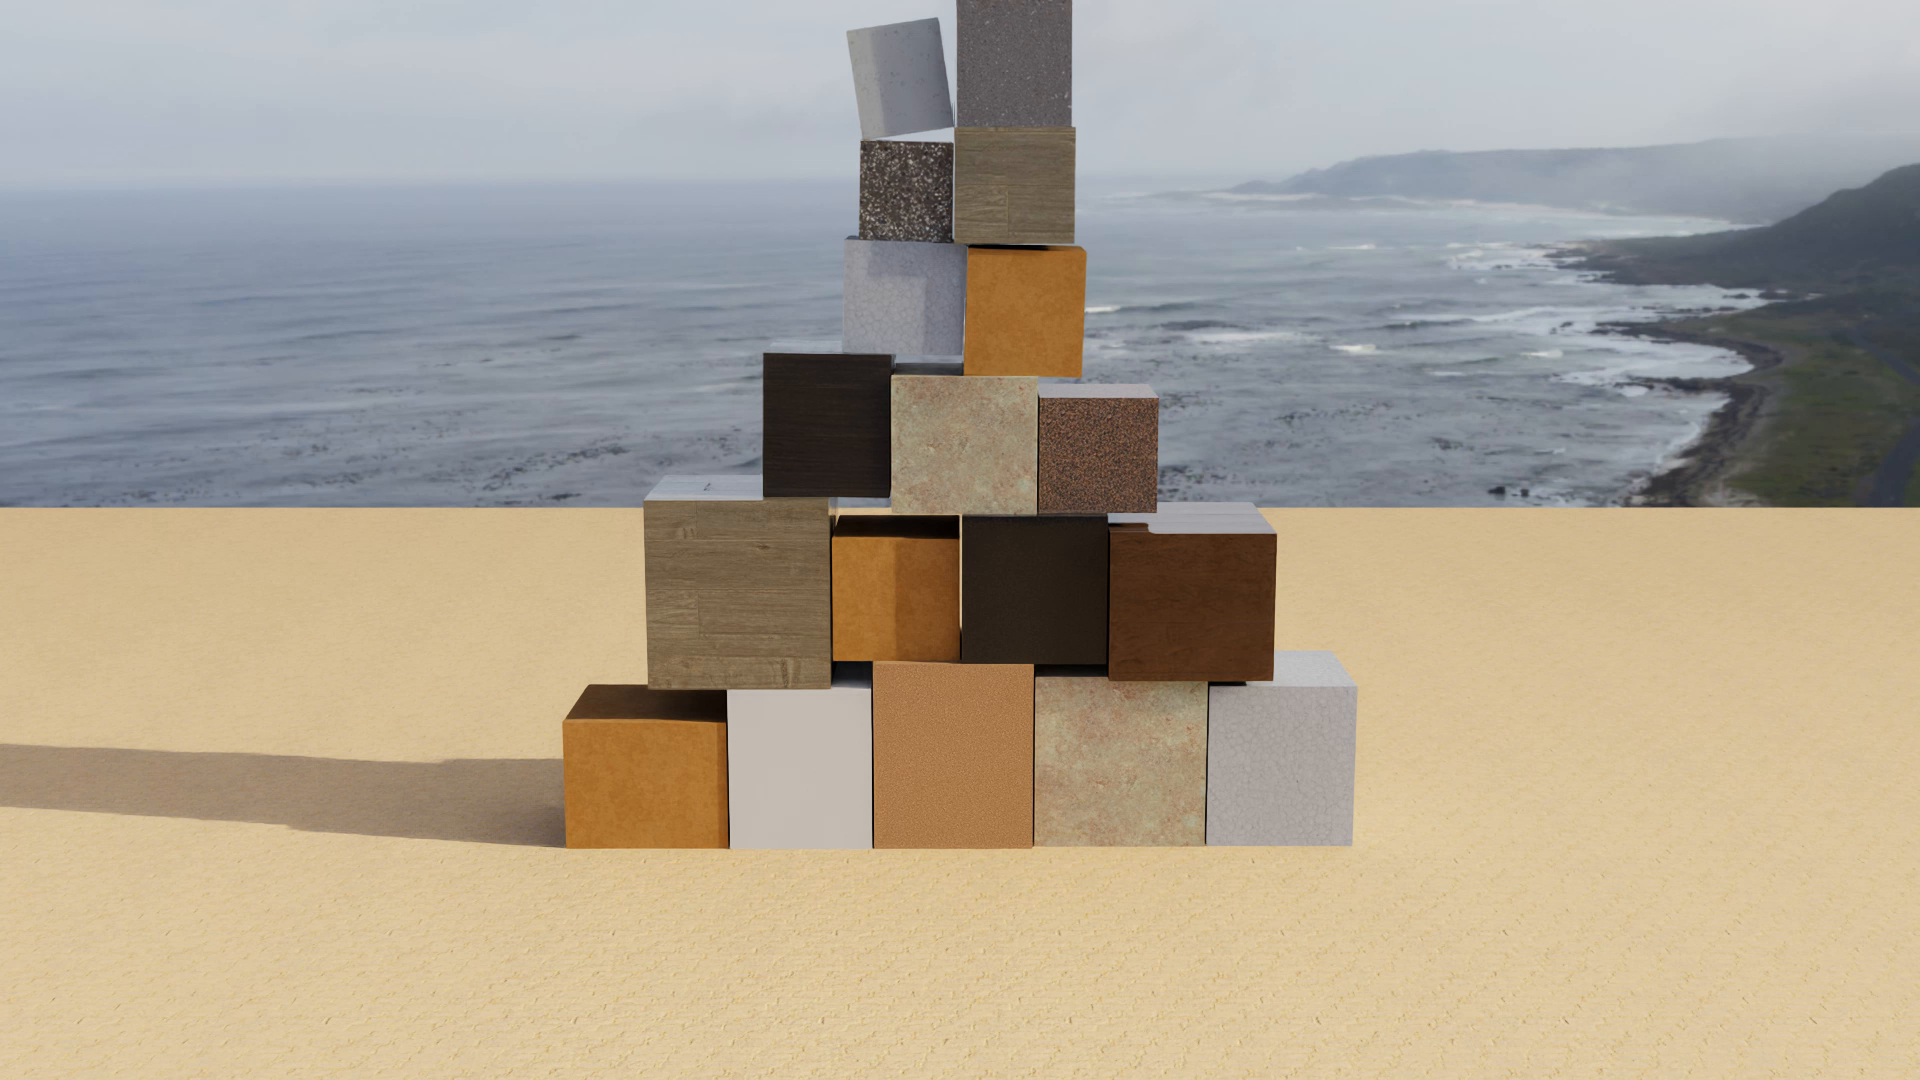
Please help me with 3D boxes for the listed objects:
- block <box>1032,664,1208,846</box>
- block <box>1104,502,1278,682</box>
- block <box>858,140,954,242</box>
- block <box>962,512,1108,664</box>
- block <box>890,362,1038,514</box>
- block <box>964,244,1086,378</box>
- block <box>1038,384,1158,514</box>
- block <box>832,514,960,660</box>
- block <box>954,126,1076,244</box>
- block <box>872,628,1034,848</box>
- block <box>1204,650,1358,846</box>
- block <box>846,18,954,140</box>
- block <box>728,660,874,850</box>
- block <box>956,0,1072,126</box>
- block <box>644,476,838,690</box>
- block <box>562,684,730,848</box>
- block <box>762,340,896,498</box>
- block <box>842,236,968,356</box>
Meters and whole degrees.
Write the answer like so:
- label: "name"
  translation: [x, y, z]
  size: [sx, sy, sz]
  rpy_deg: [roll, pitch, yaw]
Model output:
- label: "block"
  translation: [0.803, 1.041, 11.385]
  size: [0.857, 0.878, 0.792]
  rpy_deg: [0, 10, 0]
- label: "block"
  translation: [1.138, 0.248, 11.228]
  size: [0.811, 0.740, 0.944]
  rpy_deg: [0, 10, 0]
- label: "block"
  translation: [-0.262, -1.731, 10.884]
  size: [0.450, 0.479, 0.440]
  rpy_deg: [1, 11, 0]
- label: "block"
  translation: [0.366, 0.178, 11.197]
  size: [0.715, 0.741, 0.797]
  rpy_deg: [0, 10, 0]
- label: "block"
  translation: [0.021, -0.523, 11.097]
  size: [0.714, 0.674, 0.724]
  rpy_deg: [0, 10, 0]
- label: "block"
  translation: [0.316, -1.154, 10.969]
  size: [0.575, 0.610, 0.586]
  rpy_deg: [2, 10, 0]
- label: "block"
  translation: [0.679, -0.469, 11.091]
  size: [0.583, 0.572, 0.622]
  rpy_deg: [0, 10, 0]
- label: "block"
  translation: [-0.316, 0.235, 11.231]
  size: [0.629, 0.616, 0.707]
  rpy_deg: [0, 10, 0]
- label: "block"
  translation: [0.262, -1.757, 10.863]
  size: [0.579, 0.554, 0.667]
  rpy_deg: [0, 10, 0]
- label: "block"
  translation: [-0.033, 1.008, 11.364]
  size: [0.794, 0.952, 0.836]
  rpy_deg: [0, 10, 0]
- label: "block"
  translation: [1.609, 1.065, 11.391]
  size: [0.736, 0.828, 0.781]
  rpy_deg: [0, 10, 0]
- label: "block"
  translation: [-0.285, -2.254, 10.776]
  size: [0.445, 0.520, 0.495]
  rpy_deg: [-8, 10, 1]
- label: "block"
  translation: [-0.797, 1.070, 11.371]
  size: [0.712, 0.826, 0.843]
  rpy_deg: [0, 10, 0]
- label: "block"
  translation: [0.259, -2.345, 10.744]
  size: [0.548, 0.642, 0.600]
  rpy_deg: [0, 10, 0]
- label: "block"
  translation: [-1.092, 0.200, 11.197]
  size: [0.903, 0.949, 0.817]
  rpy_deg: [0, 10, 0]
- label: "block"
  translation: [-1.570, 1.158, 11.371]
  size: [0.815, 0.652, 0.784]
  rpy_deg: [0, 10, 0]
- label: "block"
  translation: [-0.652, -0.620, 11.088]
  size: [0.623, 0.704, 0.695]
  rpy_deg: [1, 10, 0]
- label: "block"
  translation: [-0.270, -1.222, 10.955]
  size: [0.599, 0.546, 0.492]
  rpy_deg: [2, 10, 0]
